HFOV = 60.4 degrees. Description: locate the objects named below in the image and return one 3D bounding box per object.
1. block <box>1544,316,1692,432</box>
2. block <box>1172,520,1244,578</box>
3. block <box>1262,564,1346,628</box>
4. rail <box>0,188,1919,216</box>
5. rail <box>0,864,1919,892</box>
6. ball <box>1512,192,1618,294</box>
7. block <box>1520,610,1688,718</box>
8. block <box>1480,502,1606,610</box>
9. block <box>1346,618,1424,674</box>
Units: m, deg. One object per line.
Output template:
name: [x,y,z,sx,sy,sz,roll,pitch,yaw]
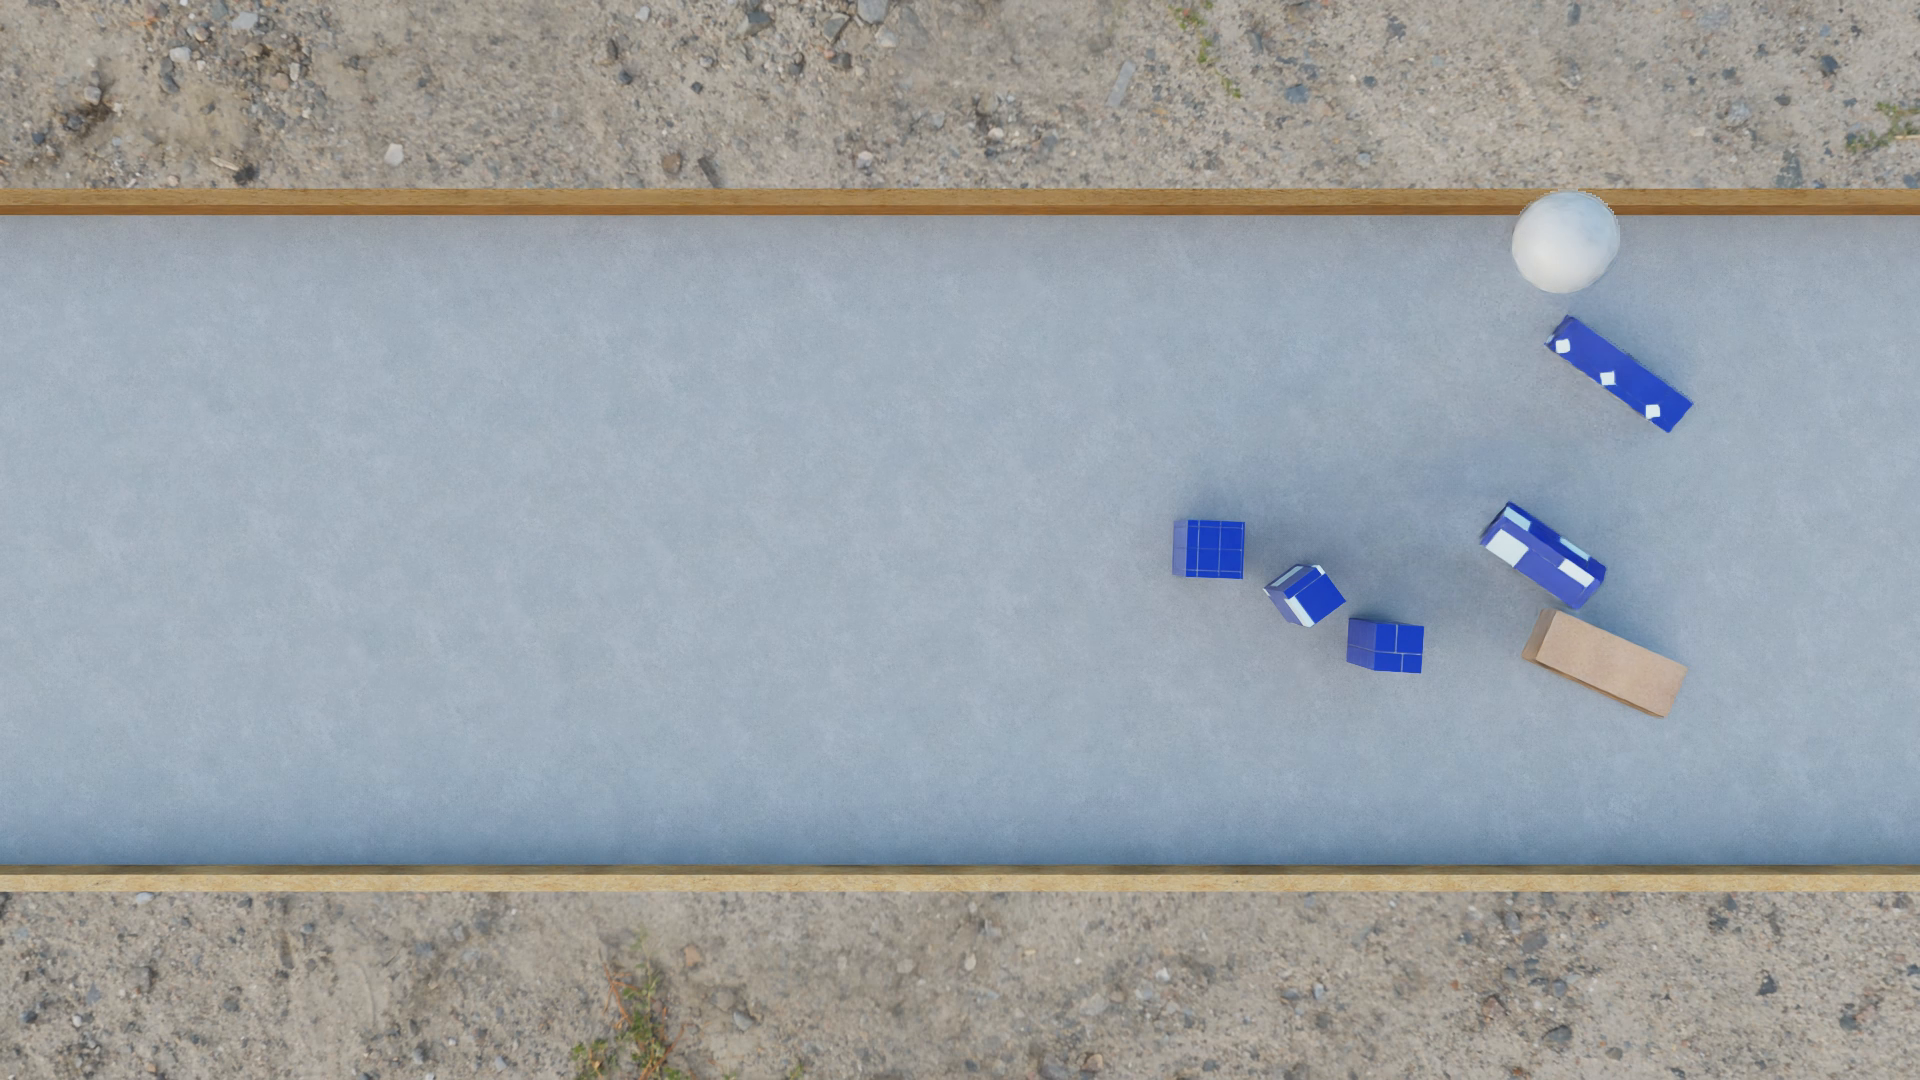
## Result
block: [1.995,-0.504,5.006,0.438,0.111,0.111,36,105,0]
block: [0.738,0.027,4.921,0.165,0.310,0.165,2,90,0]
block: [1.021,0.163,4.912,0.129,0.329,0.129,-37,90,0]
rail: [-2.247,-1.025,5.002,12.000,0.150,0.050,0,90,0]
rail: [-2.247,1.025,5.001,12.000,0.150,0.050,0,90,0]
ball: [1.717,-0.845,4.684,0.286,0.286,0.286,0,90,0]
block: [1.942,0.370,4.979,0.416,0.163,0.163,24,90,4]
block: [1.757,0.047,4.970,0.345,0.118,0.118,36,124,8]
block: [1.261,0.311,4.906,0.136,0.340,0.136,4,90,0]
